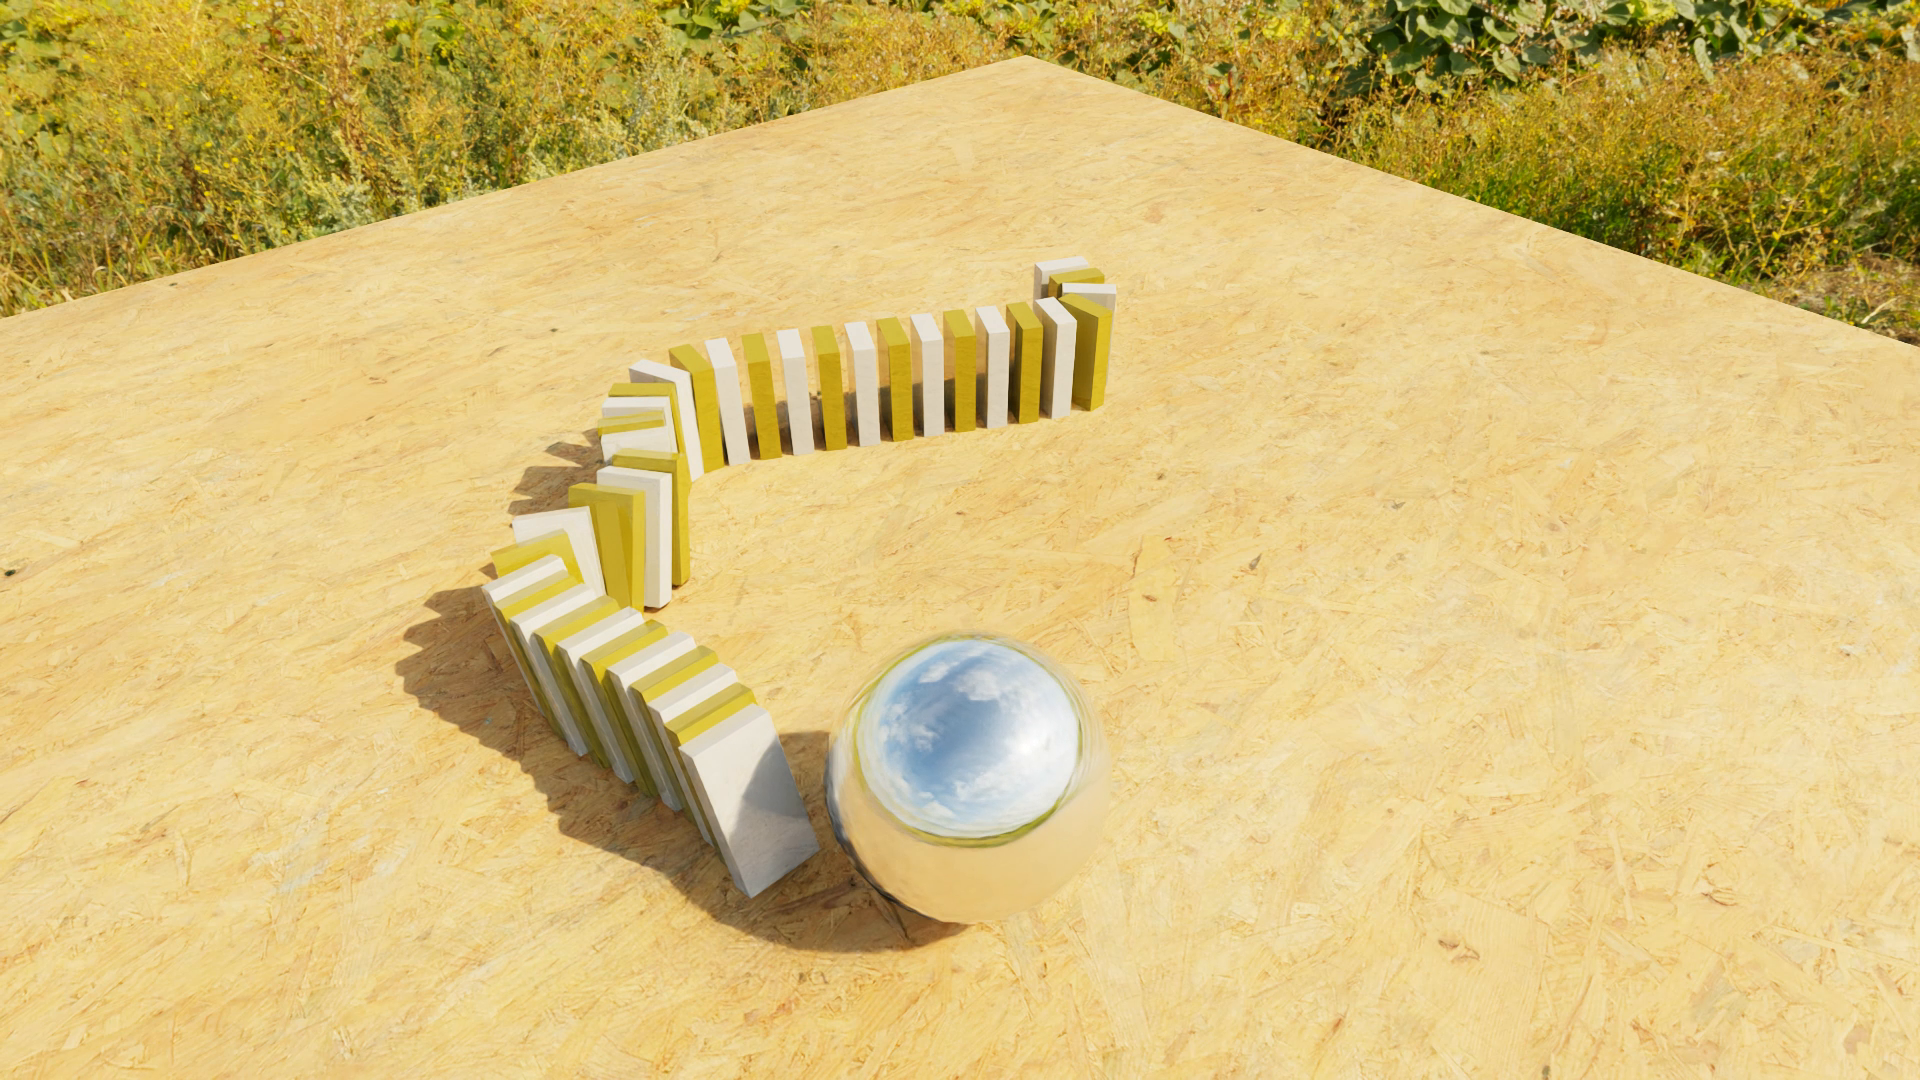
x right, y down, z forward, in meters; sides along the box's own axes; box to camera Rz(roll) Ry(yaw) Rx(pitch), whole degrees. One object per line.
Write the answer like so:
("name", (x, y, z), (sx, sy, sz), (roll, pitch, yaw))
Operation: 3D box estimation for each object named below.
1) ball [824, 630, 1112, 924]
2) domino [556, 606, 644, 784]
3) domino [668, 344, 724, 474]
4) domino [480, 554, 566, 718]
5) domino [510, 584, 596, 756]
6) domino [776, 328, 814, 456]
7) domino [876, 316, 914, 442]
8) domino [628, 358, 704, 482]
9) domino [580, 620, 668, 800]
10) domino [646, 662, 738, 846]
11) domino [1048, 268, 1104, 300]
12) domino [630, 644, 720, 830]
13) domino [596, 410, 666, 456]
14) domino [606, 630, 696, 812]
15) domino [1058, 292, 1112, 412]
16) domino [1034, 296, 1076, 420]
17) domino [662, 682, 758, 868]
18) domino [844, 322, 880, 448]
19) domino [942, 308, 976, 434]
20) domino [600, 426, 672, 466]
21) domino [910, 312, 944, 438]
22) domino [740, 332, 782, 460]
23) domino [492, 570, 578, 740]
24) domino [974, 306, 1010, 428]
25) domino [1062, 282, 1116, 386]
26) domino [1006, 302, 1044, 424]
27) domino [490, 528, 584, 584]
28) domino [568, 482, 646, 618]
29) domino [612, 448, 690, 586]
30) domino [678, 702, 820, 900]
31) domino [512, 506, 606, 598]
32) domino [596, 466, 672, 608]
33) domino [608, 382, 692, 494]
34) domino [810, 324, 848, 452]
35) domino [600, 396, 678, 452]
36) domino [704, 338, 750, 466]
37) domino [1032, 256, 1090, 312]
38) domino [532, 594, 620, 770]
("ball", (0.002, 0.065, 0.308), (0.080, 0.080, 0.080), (0, 39, 0))
("domino", (-0.106, 0.050, 0.351), (0.025, 0.050, 0.010), (-30, 27, -32))
("domino", (-0.115, -0.057, 0.481), (0.009, 0.050, 0.025), (-21, 44, -28))
("domino", (-0.138, 0.033, 0.371), (0.025, 0.050, 0.010), (-30, 26, -32))
("domino", (-0.124, 0.042, 0.360), (0.025, 0.050, 0.009), (-30, 27, -32))
("domino", (-0.074, -0.066, 0.492), (0.009, 0.050, 0.025), (-9, 40, -10))
("domino", (-0.030, -0.073, 0.500), (0.010, 0.050, 0.025), (-10, 40, -13))
("domino", (-0.126, -0.051, 0.473), (0.025, 0.050, 0.009), (18, 39, 21))
("domino", (-0.097, 0.053, 0.347), (0.025, 0.050, 0.010), (-30, 27, -32))
("domino", (-0.073, 0.065, 0.332), (0.025, 0.050, 0.010), (-30, 26, -31))
("domino", (0.056, -0.108, 0.543), (0.025, 0.050, 0.010), (-14, 41, -16))
("domino", (-0.080, 0.060, 0.338), (0.025, 0.050, 0.009), (-30, 26, -31))
("domino", (-0.128, -0.025, 0.442), (0.025, 0.050, 0.009), (-9, 29, -11))
("domino", (-0.088, 0.056, 0.342), (0.025, 0.050, 0.009), (-30, 26, -32))
("domino", (0.057, -0.088, 0.519), (0.010, 0.050, 0.025), (-31, 48, -32))
("domino", (0.043, -0.085, 0.515), (0.009, 0.050, 0.025), (-14, 41, -16))
("domino", (-0.066, 0.070, 0.326), (0.025, 0.050, 0.009), (-30, 26, -31))
("domino", (-0.044, -0.070, 0.497), (0.010, 0.050, 0.025), (-9, 40, -11))
("domino", (0.000, -0.077, 0.506), (0.009, 0.050, 0.025), (-8, 40, -10))
("domino", (-0.123, -0.018, 0.433), (0.025, 0.050, 0.009), (-9, 23, -11))
("domino", (-0.015, -0.075, 0.503), (0.010, 0.050, 0.025), (-9, 40, -11))
("domino", (-0.088, -0.063, 0.489), (0.010, 0.050, 0.025), (-10, 40, -12))
("domino", (-0.132, 0.038, 0.365), (0.025, 0.050, 0.010), (-31, 27, -32))
("domino", (0.014, -0.080, 0.509), (0.009, 0.050, 0.025), (-9, 40, -10))
("domino", (0.061, -0.099, 0.532), (0.025, 0.050, 0.009), (2, 39, 3))
("domino", (0.029, -0.082, 0.512), (0.010, 0.050, 0.025), (-10, 40, -12))
("domino", (-0.142, 0.024, 0.383), (0.025, 0.050, 0.009), (-21, 19, -24))
("domino", (-0.130, 0.006, 0.405), (0.025, 0.050, 0.009), (7, 14, 9))
("domino", (-0.118, -0.009, 0.422), (0.025, 0.050, 0.009), (5, 20, 7))
("domino", (-0.060, 0.076, 0.319), (0.025, 0.050, 0.010), (-30, 26, -31))
("domino", (-0.142, 0.015, 0.394), (0.025, 0.050, 0.010), (-9, 16, -11))
("domino", (-0.122, -0.001, 0.413), (0.025, 0.050, 0.010), (7, 17, 9))
("domino", (-0.129, -0.041, 0.462), (0.025, 0.050, 0.009), (0, 36, 0))
("domino", (-0.059, -0.068, 0.494), (0.009, 0.050, 0.025), (-8, 40, -10))
("domino", (-0.130, -0.034, 0.452), (0.025, 0.050, 0.009), (-1, 31, -1))
("domino", (-0.103, -0.061, 0.486), (0.010, 0.050, 0.025), (-13, 41, -15))
("domino", (0.050, -0.116, 0.553), (0.025, 0.050, 0.010), (-12, 41, -15))
("domino", (-0.115, 0.046, 0.355), (0.025, 0.050, 0.010), (-30, 27, -32))
